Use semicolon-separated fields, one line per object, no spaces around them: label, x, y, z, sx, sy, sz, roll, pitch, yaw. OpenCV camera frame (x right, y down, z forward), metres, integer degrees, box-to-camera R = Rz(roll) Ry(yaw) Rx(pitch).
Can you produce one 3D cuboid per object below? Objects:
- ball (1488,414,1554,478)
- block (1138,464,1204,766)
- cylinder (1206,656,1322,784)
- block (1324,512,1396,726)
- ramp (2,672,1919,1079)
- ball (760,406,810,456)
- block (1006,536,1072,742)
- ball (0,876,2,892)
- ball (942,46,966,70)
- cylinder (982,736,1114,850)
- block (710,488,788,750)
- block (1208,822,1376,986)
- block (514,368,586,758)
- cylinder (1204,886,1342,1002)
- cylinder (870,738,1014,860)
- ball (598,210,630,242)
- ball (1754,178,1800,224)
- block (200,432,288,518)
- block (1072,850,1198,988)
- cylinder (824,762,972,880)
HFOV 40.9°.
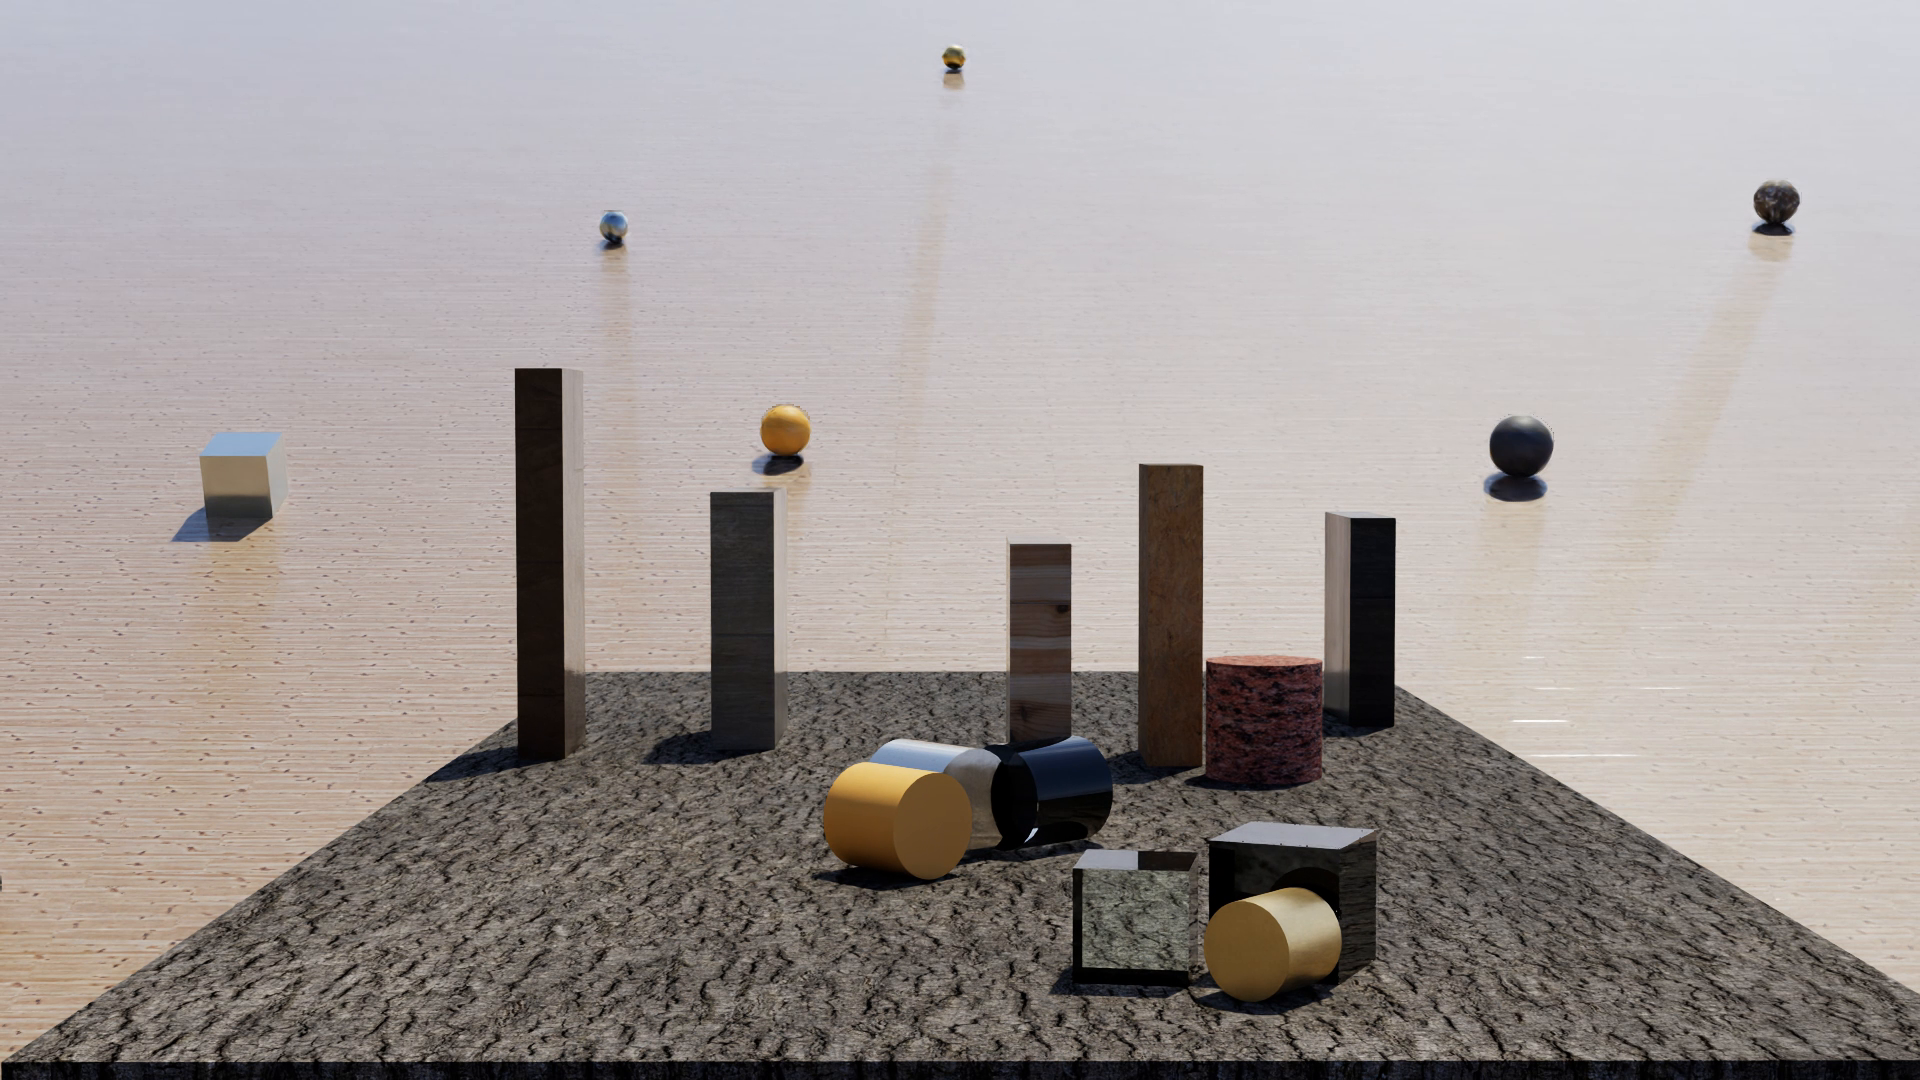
ball;1.748;-0.292;8.020;0.196;0.196;0.196;0;23;0
block;0.394;0.134;4.827;0.101;0.551;0.243;0;3;0
cylinder;0.542;0.317;4.585;0.207;0.207;0.207;0;3;0
block;0.854;0.162;5.514;0.094;0.433;0.366;0;3;0
ramp;0.052;0.473;4.536;2.000;0.100;4.000;0;3;0
ball;-0.556;-0.347;8.198;0.161;0.161;0.161;0;23;0
block;0.123;0.221;4.089;0.094;0.445;0.294;0;3;0
ball;-2.157;0.752;5.598;0.136;0.136;0.136;0;23;0
ball;-0.031;-2.529;13.477;0.124;0.124;0.124;0;23;0
cylinder;0.117;0.376;3.838;0.157;0.157;0.157;-2;19;-43
block;-0.419;0.147;5.144;0.122;0.497;0.385;0;3;0
block;0.386;0.417;2.974;0.153;0.153;0.153;1;3;25
block;-0.786;0.039;4.945;0.089;0.732;0.269;0;3;0
cylinder;0.345;0.445;2.836;0.110;0.110;0.110;18;13;37
cylinder;-0.035;0.378;3.768;0.160;0.160;0.160;-21;16;-40
ball;-1.410;-1.277;10.476;0.124;0.124;0.124;0;23;0
ball;3.401;-1.412;10.720;0.184;0.184;0.184;0;23;0
block;-2.165;-0.197;7.787;0.200;0.200;0.200;0;23;0
block;0.202;0.430;2.939;0.130;0.130;0.130;0;3;10
cylinder;-0.087;0.392;3.599;0.148;0.148;0.148;-21;16;-40
